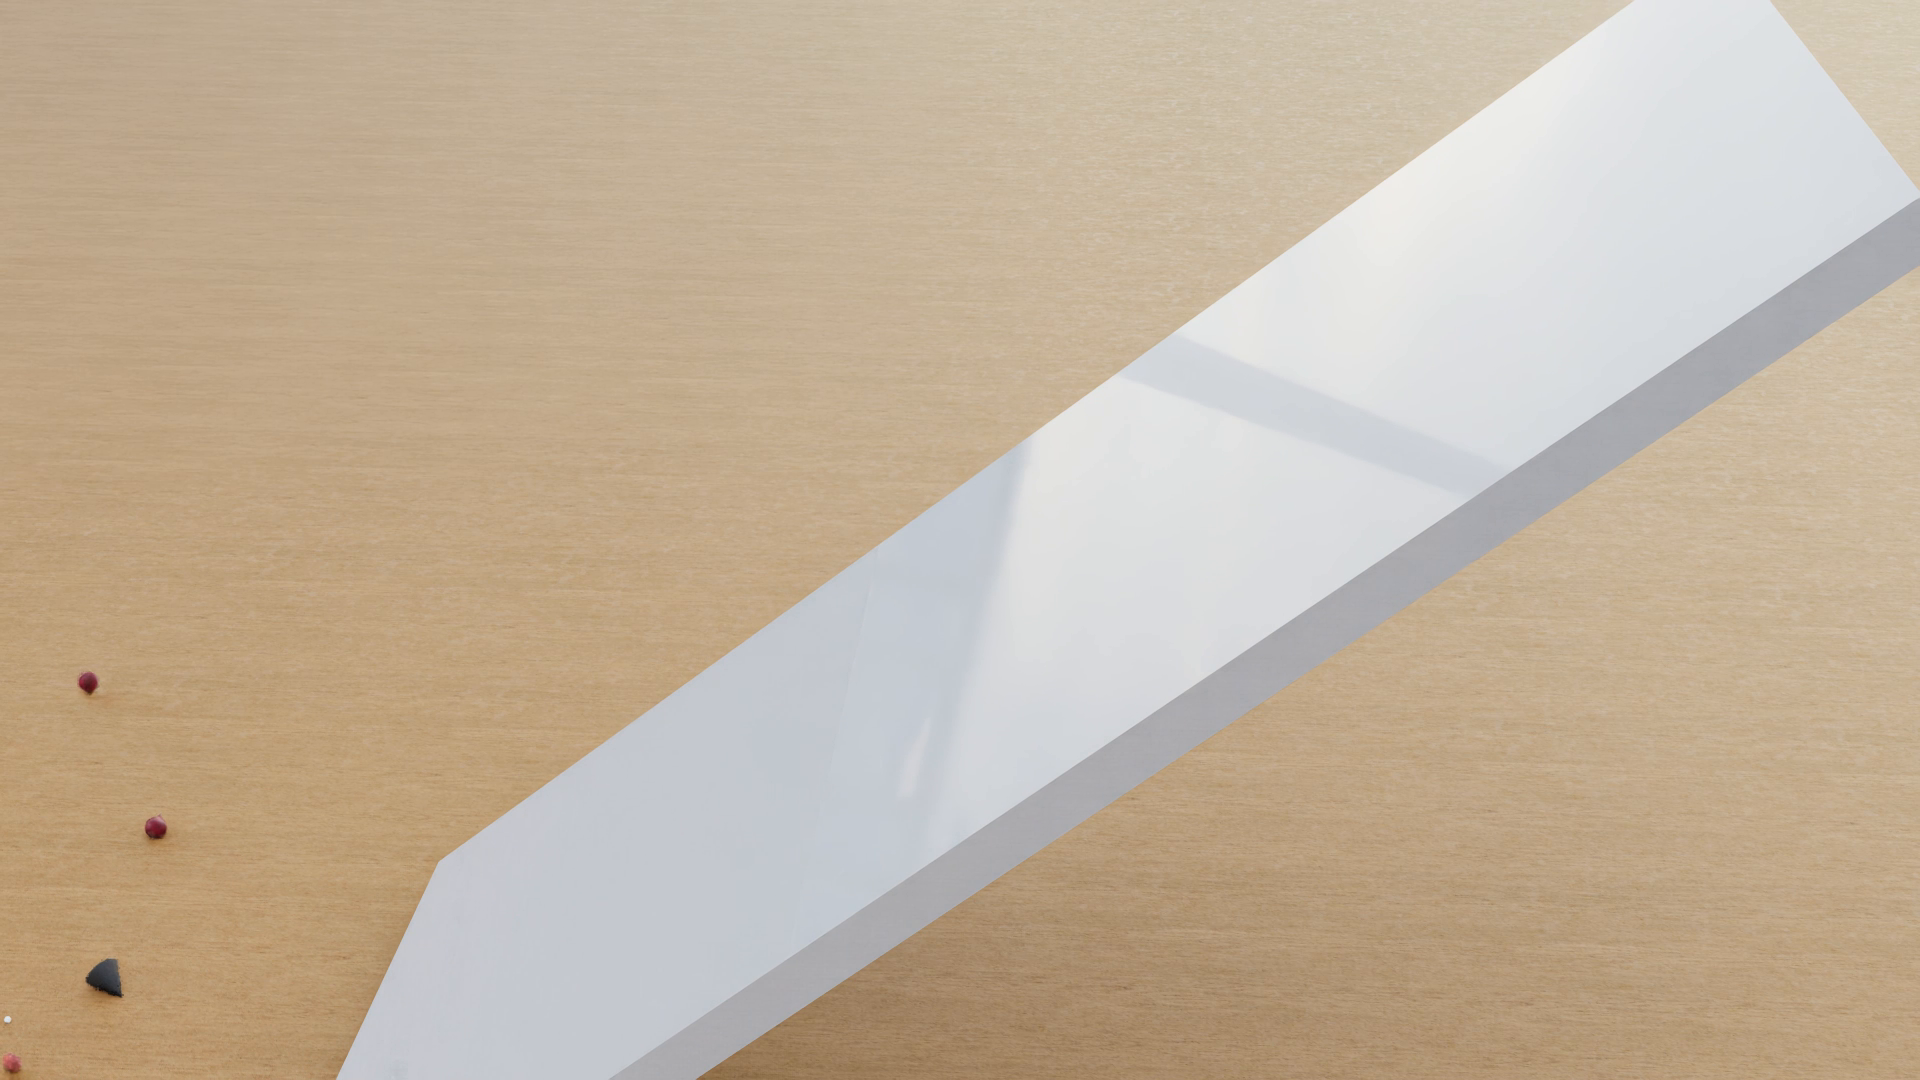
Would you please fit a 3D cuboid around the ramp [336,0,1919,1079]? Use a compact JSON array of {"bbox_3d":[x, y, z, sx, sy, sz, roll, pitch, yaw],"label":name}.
[{"bbox_3d":[0.123,0.184,6.336,4.000,0.100,2.000,-35,16,18],"label":"ramp"}]
